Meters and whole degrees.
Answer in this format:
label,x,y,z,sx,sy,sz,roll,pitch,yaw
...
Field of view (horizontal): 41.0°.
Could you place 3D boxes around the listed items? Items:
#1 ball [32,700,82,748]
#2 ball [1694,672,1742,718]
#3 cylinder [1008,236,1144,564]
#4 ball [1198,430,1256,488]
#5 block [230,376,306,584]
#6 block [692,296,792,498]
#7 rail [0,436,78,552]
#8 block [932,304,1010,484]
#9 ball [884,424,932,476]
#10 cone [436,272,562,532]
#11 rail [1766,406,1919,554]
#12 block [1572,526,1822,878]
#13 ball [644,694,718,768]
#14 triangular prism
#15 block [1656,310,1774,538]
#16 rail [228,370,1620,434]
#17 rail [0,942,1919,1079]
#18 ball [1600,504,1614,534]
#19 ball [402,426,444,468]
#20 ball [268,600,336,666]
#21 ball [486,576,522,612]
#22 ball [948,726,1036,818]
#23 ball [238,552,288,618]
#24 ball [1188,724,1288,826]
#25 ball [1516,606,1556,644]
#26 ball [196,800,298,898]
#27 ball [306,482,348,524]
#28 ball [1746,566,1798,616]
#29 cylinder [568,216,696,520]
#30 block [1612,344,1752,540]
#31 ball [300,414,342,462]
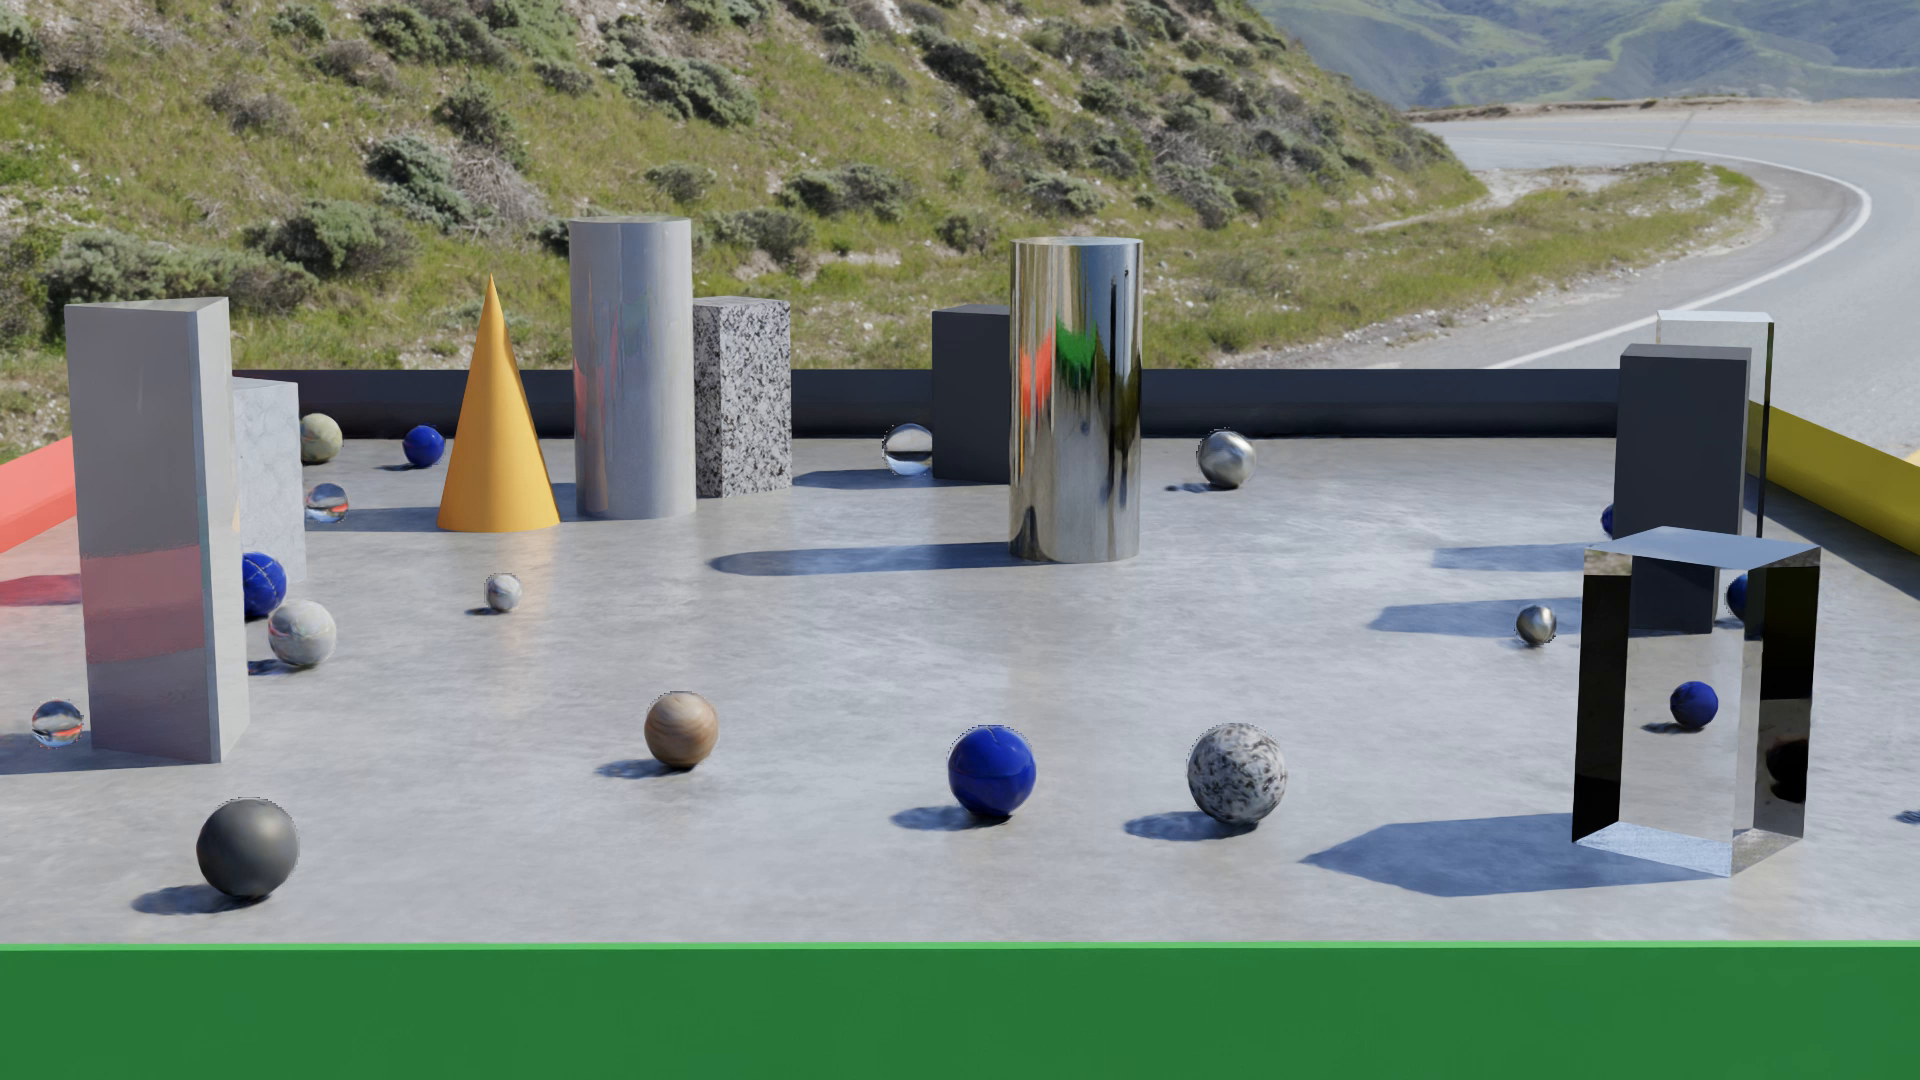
label,x,y,z,sx,sy,sz,roll,pitch,yaw
ball,-0.976,0.199,2.773,0.052,0.052,0.052,0,10,0
ball,0.859,0.175,2.903,0.052,0.052,0.052,0,10,0
cylinder,0.173,-0.214,3.856,0.199,0.470,0.199,0,10,0
ball,0.467,-0.142,4.484,0.100,0.100,0.100,0,10,0
block,-1.048,-0.079,3.634,0.159,0.284,0.159,7,12,32
block,-0.406,-0.252,4.458,0.159,0.326,0.159,10,14,43
rail,-1.426,0.035,3.441,0.045,0.129,3.398,0,10,0
block,0.057,-0.264,4.596,0.159,0.299,0.159,5,12,26
ball,-0.089,-0.162,4.605,0.095,0.095,0.095,0,10,0
cone,-0.746,-0.228,4.113,0.199,0.403,0.199,0,10,0
rail,1.426,0.032,3.457,0.045,0.129,3.398,0,10,0
block,0.693,0.146,2.416,0.159,0.284,0.159,9,14,40
ball,-0.293,0.200,2.694,0.078,0.078,0.078,0,10,0
triangular prism,-0.832,-0.018,2.771,0.172,0.478,0.149,5,12,25
block,1.127,-0.159,3.866,0.159,0.358,0.159,2,11,13
rail,-0.010,-0.271,5.096,2.900,0.129,0.045,0,10,0
rail,0.010,0.338,1.801,2.900,0.129,0.045,0,10,0
ball,1.030,-0.031,4.021,0.050,0.050,0.050,0,10,0
ball,-0.985,-0.172,4.711,0.076,0.076,0.076,0,10,0
ball,-0.807,0.114,3.146,0.083,0.083,0.083,0,10,0
ball,-0.617,0.072,3.468,0.049,0.049,0.049,0,10,0
ball,0.031,0.228,2.517,0.088,0.088,0.088,0,10,0
ball,-0.944,0.060,3.426,0.088,0.088,0.088,0,10,0
ball,0.269,0.228,2.491,0.097,0.097,0.097,0,10,0
ball,0.735,0.108,3.269,0.050,0.050,0.050,0,10,0
ball,-0.631,0.273,2.272,0.087,0.087,0.087,0,10,0
ball,-1.017,-0.059,4.125,0.066,0.066,0.066,0,10,0
ball,1.090,0.068,3.441,0.067,0.067,0.067,0,10,0
cylinder,-0.538,-0.287,4.222,0.199,0.480,0.199,0,10,0
block,0.967,-0.078,3.445,0.159,0.352,0.159,4,11,19
ball,-1.193,-0.189,4.760,0.092,0.092,0.092,0,10,0
